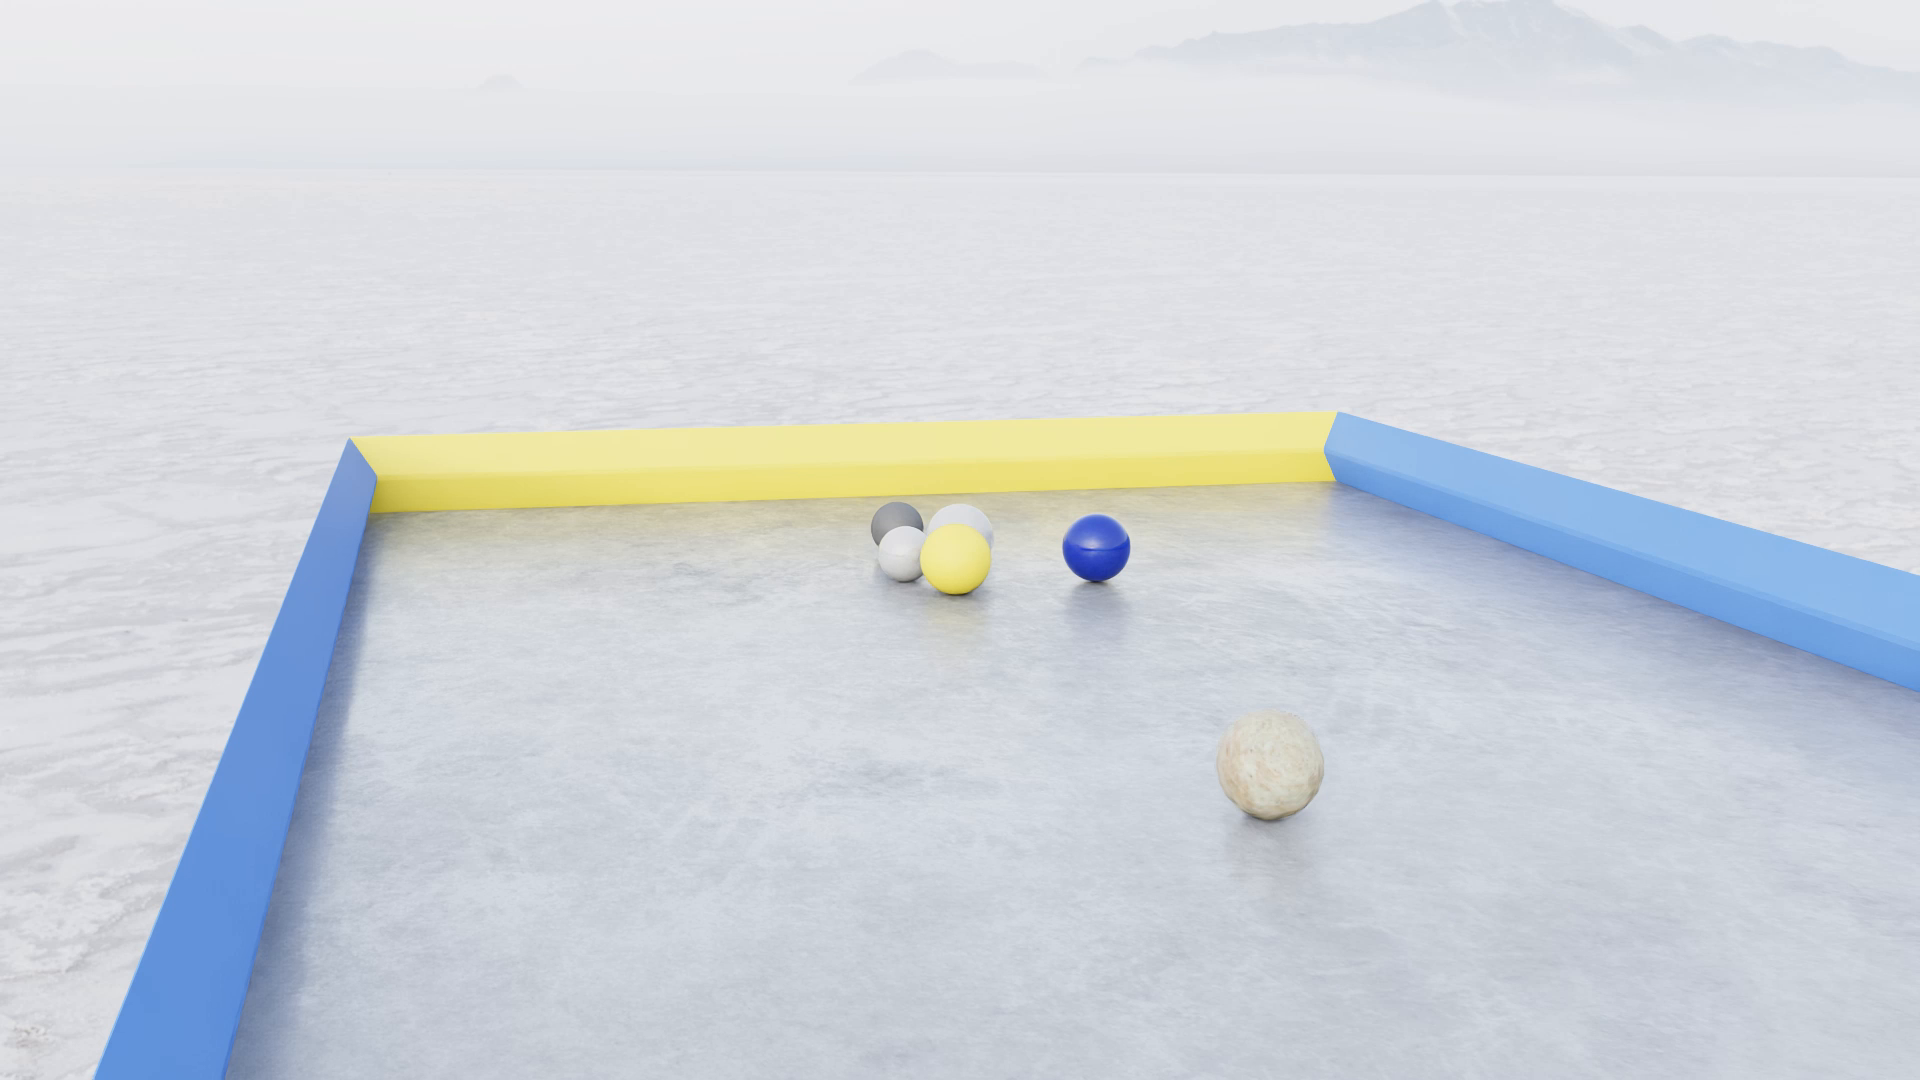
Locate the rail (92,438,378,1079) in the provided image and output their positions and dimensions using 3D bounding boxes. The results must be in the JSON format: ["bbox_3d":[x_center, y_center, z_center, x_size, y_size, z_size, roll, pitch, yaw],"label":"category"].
[{"bbox_3d":[-0.671,0.134,2.252,0.045,0.127,2.940,-2,10,-12],"label":"rail"}]

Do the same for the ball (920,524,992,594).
[{"bbox_3d":[-0.006,0.026,2.976,0.097,0.097,0.097,0,10,0],"label":"ball"}]

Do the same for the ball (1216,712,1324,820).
[{"bbox_3d":[0.276,0.201,1.959,0.095,0.095,0.095,0,10,0],"label":"ball"}]

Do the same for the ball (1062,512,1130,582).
[{"bbox_3d":[0.190,0.010,3.067,0.096,0.096,0.096,0,10,0],"label":"ball"}]

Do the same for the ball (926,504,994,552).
[{"bbox_3d":[0.000,-0.003,3.144,0.098,0.098,0.098,0,10,0],"label":"ball"}]

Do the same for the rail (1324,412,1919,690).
[{"bbox_3d":[0.993,0.070,2.621,0.045,0.127,2.940,-2,10,-12],"label":"rail"}]

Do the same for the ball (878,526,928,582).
[{"bbox_3d":[-0.076,0.019,3.069,0.078,0.078,0.078,0,10,0],"label":"ball"}]

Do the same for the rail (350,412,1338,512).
[{"bbox_3d":[-0.156,-0.137,3.827,1.752,0.127,0.045,-2,10,-12],"label":"rail"}]

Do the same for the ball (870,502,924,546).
[{"bbox_3d":[-0.094,-0.018,3.281,0.079,0.079,0.079,0,10,0],"label":"ball"}]
